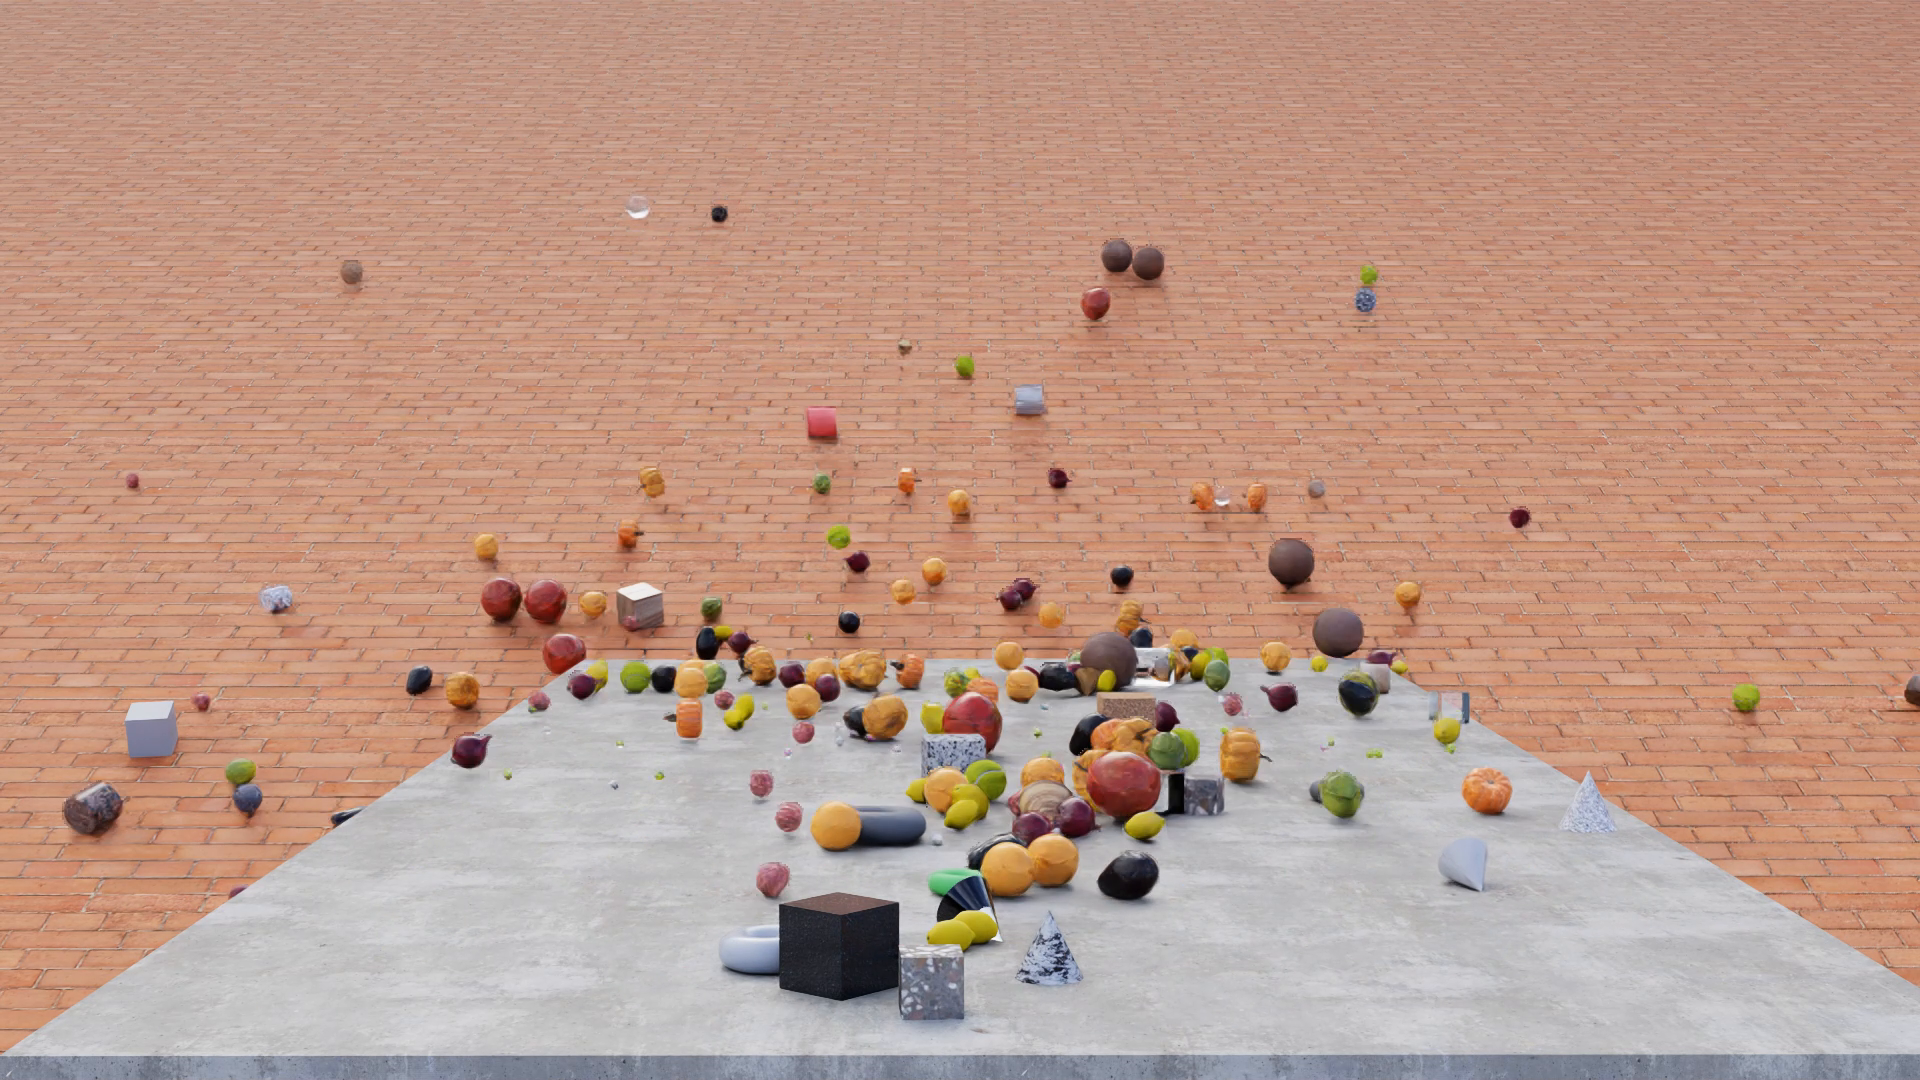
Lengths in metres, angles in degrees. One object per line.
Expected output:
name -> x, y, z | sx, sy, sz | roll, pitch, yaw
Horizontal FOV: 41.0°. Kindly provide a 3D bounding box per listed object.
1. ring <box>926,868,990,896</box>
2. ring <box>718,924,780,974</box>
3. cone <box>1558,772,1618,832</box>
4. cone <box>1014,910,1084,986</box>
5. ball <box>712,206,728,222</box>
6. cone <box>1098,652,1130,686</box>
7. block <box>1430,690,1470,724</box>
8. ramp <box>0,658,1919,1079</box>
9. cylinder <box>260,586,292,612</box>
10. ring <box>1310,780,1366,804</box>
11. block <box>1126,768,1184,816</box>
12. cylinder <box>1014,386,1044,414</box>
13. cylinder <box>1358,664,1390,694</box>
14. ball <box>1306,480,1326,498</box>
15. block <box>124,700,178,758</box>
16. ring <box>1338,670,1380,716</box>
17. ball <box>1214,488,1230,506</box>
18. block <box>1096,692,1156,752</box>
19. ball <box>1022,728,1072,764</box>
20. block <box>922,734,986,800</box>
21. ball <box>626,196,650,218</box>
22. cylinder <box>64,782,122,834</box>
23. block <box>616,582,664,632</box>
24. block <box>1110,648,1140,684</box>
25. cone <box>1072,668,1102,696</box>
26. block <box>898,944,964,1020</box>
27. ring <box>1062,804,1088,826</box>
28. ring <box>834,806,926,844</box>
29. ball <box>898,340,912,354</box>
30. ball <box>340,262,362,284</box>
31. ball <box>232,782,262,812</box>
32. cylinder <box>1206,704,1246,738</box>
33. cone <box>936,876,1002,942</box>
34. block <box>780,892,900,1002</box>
ring -> -0.003, 0.450, 3.379 | 0.083, 0.028, 0.083 | 1, 2, 0
ring -> -0.215, 0.467, 2.937 | 0.122, 0.041, 0.122 | -1, 2, 0
cone -> 0.952, 0.393, 3.895 | 0.088, 0.088, 0.088 | 0, 3, 0
cone -> 0.100, 0.451, 2.876 | 0.077, 0.077, 0.077 | 0, 3, 0
ball -> -1.023, -1.384, 10.937 | 0.071, 0.071, 0.071 | 0, 22, 0
cone -> 0.335, 0.313, 5.932 | 0.086, 0.086, 0.086 | -31, 2, 35
block -> 0.994, 0.338, 5.224 | 0.061, 0.061, 0.061 | -1, 3, -14
ramp -> 0.050, 0.455, 4.532 | 2.000, 0.100, 4.000 | 0, 3, 0
cylinder -> -1.875, 0.161, 7.053 | 0.062, 0.062, 0.062 | -18, 28, -39
ring -> 0.613, 0.408, 4.174 | 0.091, 0.030, 0.091 | 1, 2, 0
block -> 0.307, 0.397, 4.048 | 0.064, 0.064, 0.064 | -2, 4, -37
cylinder -> 0.230, -0.465, 8.587 | 0.092, 0.092, 0.092 | -2, 22, -2
cylinder -> 0.923, 0.309, 5.731 | 0.065, 0.065, 0.065 | 0, 22, 5
ball -> 1.088, -0.155, 7.860 | 0.056, 0.056, 0.056 | 0, 22, 0
block -> -1.965, 0.460, 6.251 | 0.100, 0.100, 0.100 | -3, 22, -7
ring -> 0.821, 0.315, 5.292 | 0.093, 0.093, 0.031 | 18, 12, 39
ball -> 0.796, -0.130, 7.804 | 0.050, 0.050, 0.050 | 0, 22, 0
block -> 0.311, 0.340, 4.816 | 0.099, 0.099, 0.099 | 0, 3, -4
ball -> 0.156, 0.386, 4.653 | 0.090, 0.090, 0.090 | 0, 22, 0
block -> -0.011, 0.372, 4.229 | 0.096, 0.096, 0.096 | 0, 3, -7
ball -> -1.376, -1.424, 10.997 | 0.099, 0.099, 0.099 | 0, 22, 0
cylinder -> -1.981, 0.613, 5.877 | 0.090, 0.090, 0.090 | 10, 24, 24
block -> -0.866, 0.181, 6.967 | 0.090, 0.090, 0.090 | -17, 27, -36
block -> 0.389, 0.292, 5.984 | 0.075, 0.075, 0.075 | 0, 3, 7
cone -> 0.281, 0.329, 5.696 | 0.068, 0.068, 0.068 | 1, 30, 2
block -> -0.031, 0.466, 2.710 | 0.065, 0.065, 0.065 | 0, 3, -4
ring -> 0.158, 0.422, 3.954 | 0.077, 0.026, 0.077 | -1, 3, 0
ring -> -0.118, 0.420, 3.791 | 0.137, 0.046, 0.137 | 1, 1, 0
ball -> -0.198, -0.690, 9.213 | 0.052, 0.052, 0.052 | 0, 22, 0
ball -> -2.381, -1.045, 10.060 | 0.088, 0.088, 0.088 | 0, 22, 0
ball -> -1.649, 0.596, 5.954 | 0.066, 0.066, 0.066 | 0, 22, 0
cylinder -> 0.517, 0.373, 5.006 | 0.076, 0.076, 0.076 | 1, 31, 0
cone -> 0.027, 0.460, 3.098 | 0.080, 0.080, 0.080 | -16, 39, -34
block -> -0.133, 0.446, 2.826 | 0.093, 0.093, 0.093 | 2, 4, 41
